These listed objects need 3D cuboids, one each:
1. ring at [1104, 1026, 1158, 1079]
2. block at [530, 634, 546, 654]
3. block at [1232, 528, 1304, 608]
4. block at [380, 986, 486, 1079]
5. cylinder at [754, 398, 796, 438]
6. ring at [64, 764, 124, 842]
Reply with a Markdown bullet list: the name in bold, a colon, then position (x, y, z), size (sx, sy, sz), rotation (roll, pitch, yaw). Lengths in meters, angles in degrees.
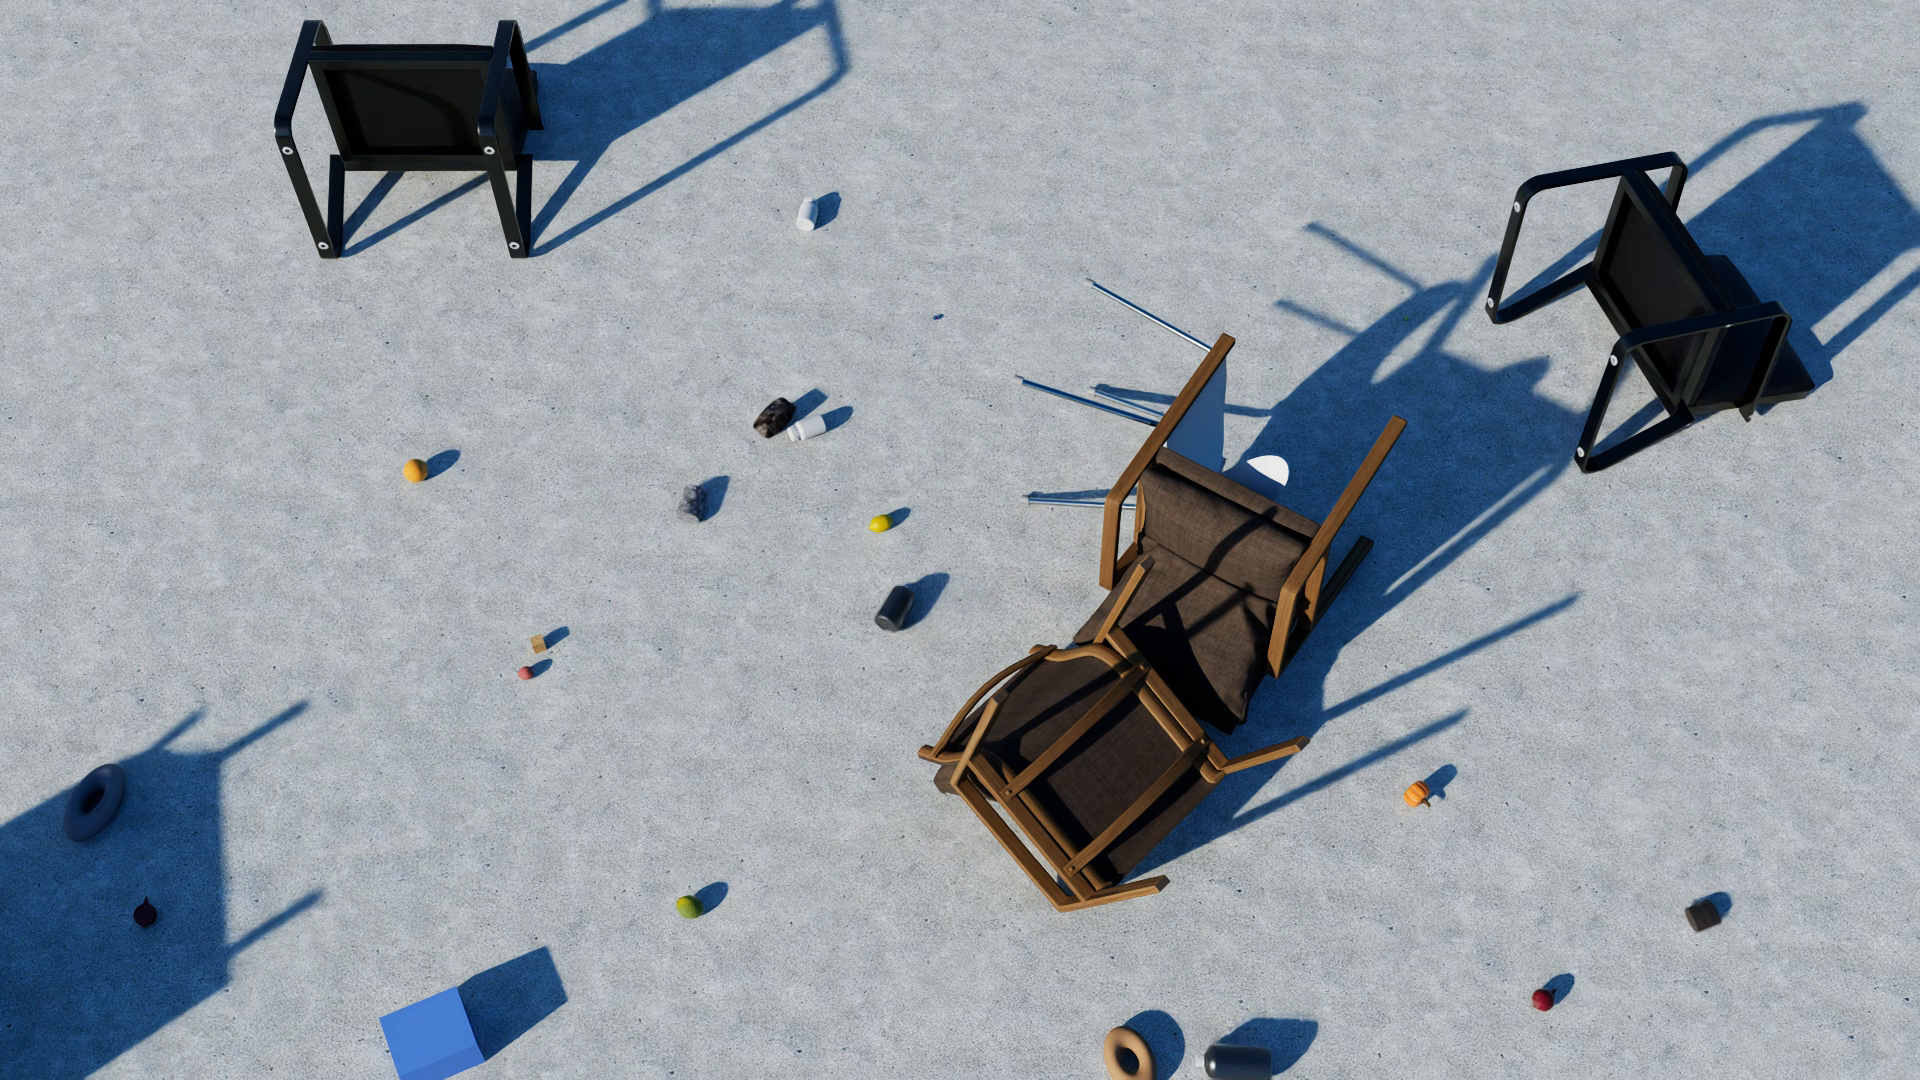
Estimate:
- **ring**: position (0.437, 1.336, 5.642), size (0.125, 0.060, 0.191), rotation (-18, 57, -10)
- **block**: position (-1.218, 0.300, 6.349), size (0.035, 0.040, 0.033), rotation (-19, 58, -12)
- **block**: position (0.904, 0.081, 6.469), size (0.117, 0.084, 0.201), rotation (-23, 59, -14)
- **block**: position (-1.353, 1.282, 5.639), size (0.205, 0.123, 0.173), rotation (-21, 59, -14)
- **cylinder**: position (-0.571, -0.378, 6.781), size (0.052, 0.076, 0.139), rotation (37, 69, 21)
- **ring**: position (-2.378, 0.721, 6.044), size (0.125, 0.078, 0.241), rotation (15, 57, 7)
